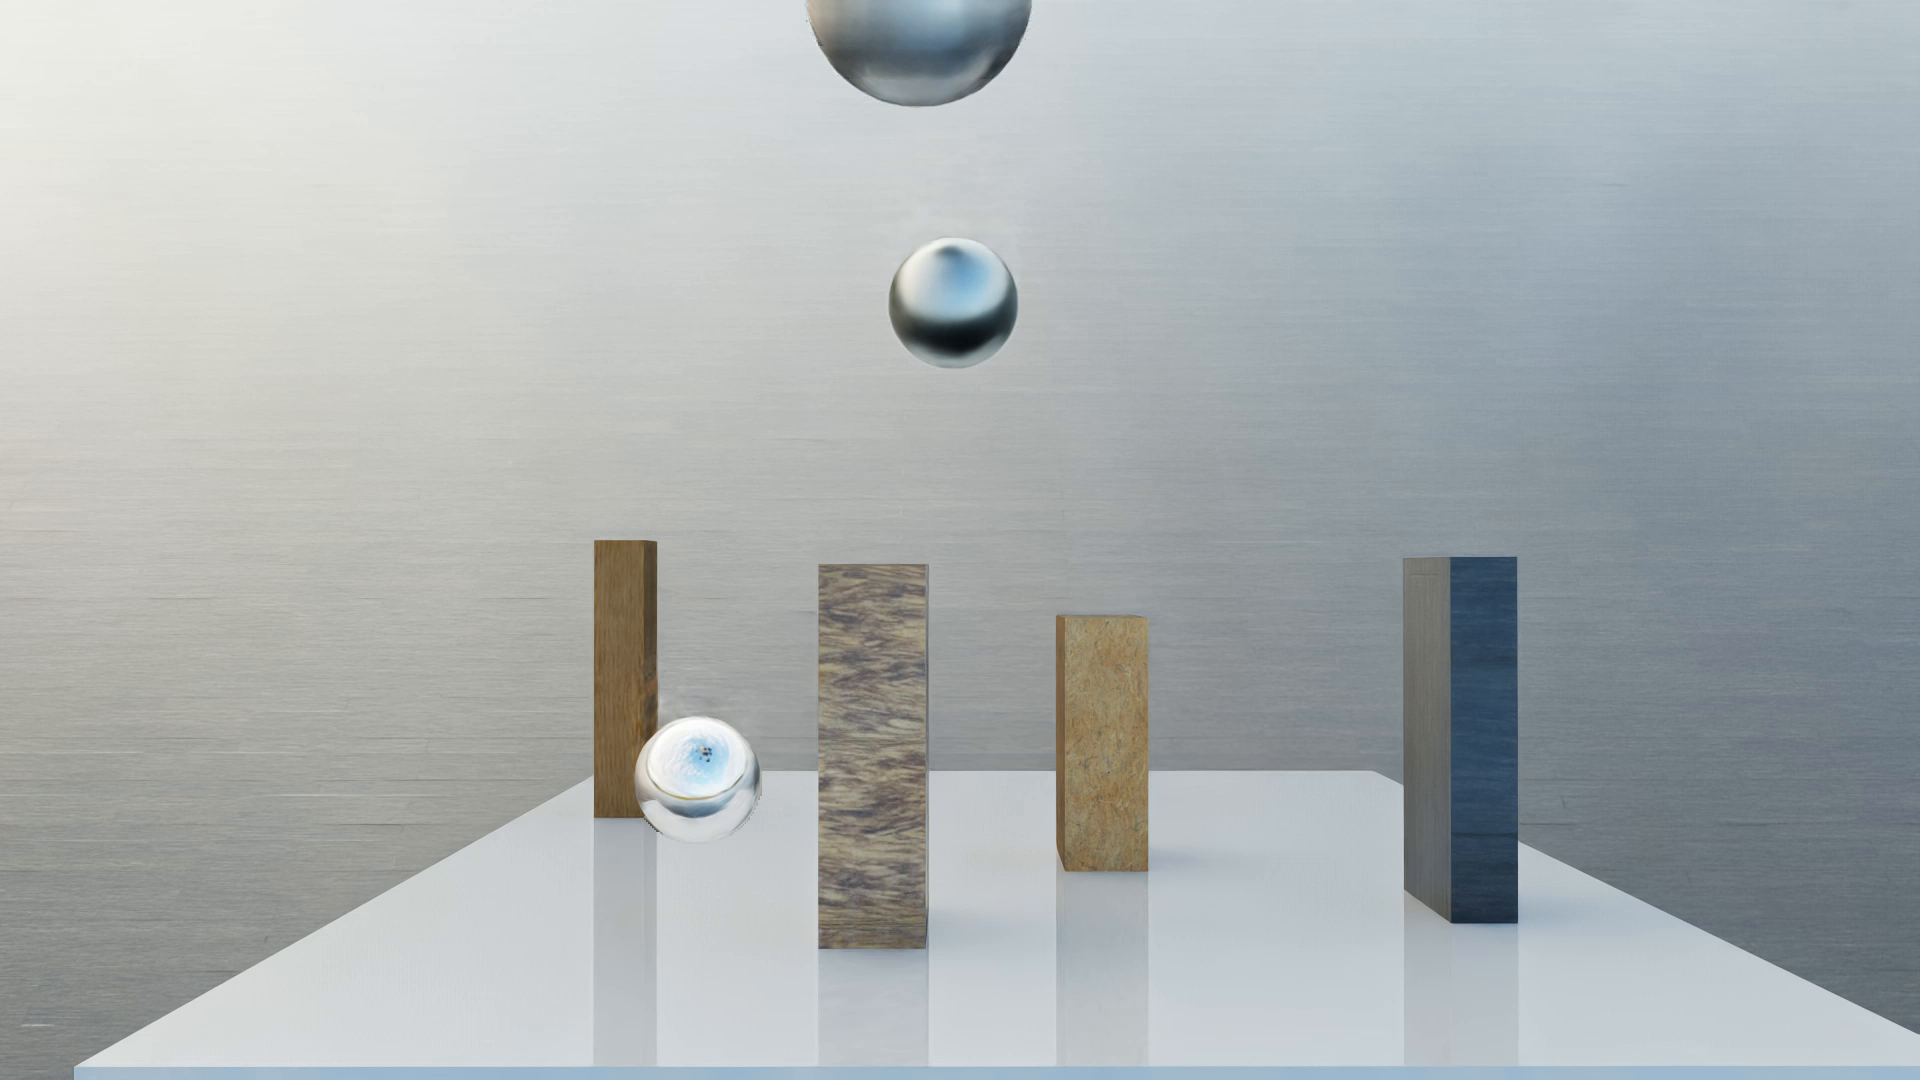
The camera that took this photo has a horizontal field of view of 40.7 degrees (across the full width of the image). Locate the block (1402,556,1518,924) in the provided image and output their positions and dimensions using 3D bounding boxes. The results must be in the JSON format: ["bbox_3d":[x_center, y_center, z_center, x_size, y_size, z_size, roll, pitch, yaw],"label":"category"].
[{"bbox_3d":[0.772,0.297,4.019,0.099,0.539,0.408,0,-1,0],"label":"block"}]

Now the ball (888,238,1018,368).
[{"bbox_3d":[-0.006,-0.211,2.315,0.117,0.117,0.117,0,32,0],"label":"ball"}]

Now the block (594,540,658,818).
[{"bbox_3d":[-0.717,0.293,5.569,0.105,0.584,0.240,0,-1,0],"label":"block"}]

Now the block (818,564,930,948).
[{"bbox_3d":[-0.121,0.300,3.779,0.147,0.529,0.438,0,-1,0],"label":"block"}]

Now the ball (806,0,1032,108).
[{"bbox_3d":[-0.037,-0.489,2.312,0.204,0.204,0.204,0,32,0],"label":"ball"}]

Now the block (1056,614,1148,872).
[{"bbox_3d":[0.253,0.356,4.679,0.144,0.437,0.409,0,-1,0],"label":"block"}]

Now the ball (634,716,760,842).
[{"bbox_3d":[-0.289,0.264,2.857,0.139,0.139,0.139,0,32,0],"label":"ball"}]

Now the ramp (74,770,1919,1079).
[{"bbox_3d":[0.071,0.625,4.714,2.000,0.100,4.000,0,-1,0],"label":"ramp"}]
